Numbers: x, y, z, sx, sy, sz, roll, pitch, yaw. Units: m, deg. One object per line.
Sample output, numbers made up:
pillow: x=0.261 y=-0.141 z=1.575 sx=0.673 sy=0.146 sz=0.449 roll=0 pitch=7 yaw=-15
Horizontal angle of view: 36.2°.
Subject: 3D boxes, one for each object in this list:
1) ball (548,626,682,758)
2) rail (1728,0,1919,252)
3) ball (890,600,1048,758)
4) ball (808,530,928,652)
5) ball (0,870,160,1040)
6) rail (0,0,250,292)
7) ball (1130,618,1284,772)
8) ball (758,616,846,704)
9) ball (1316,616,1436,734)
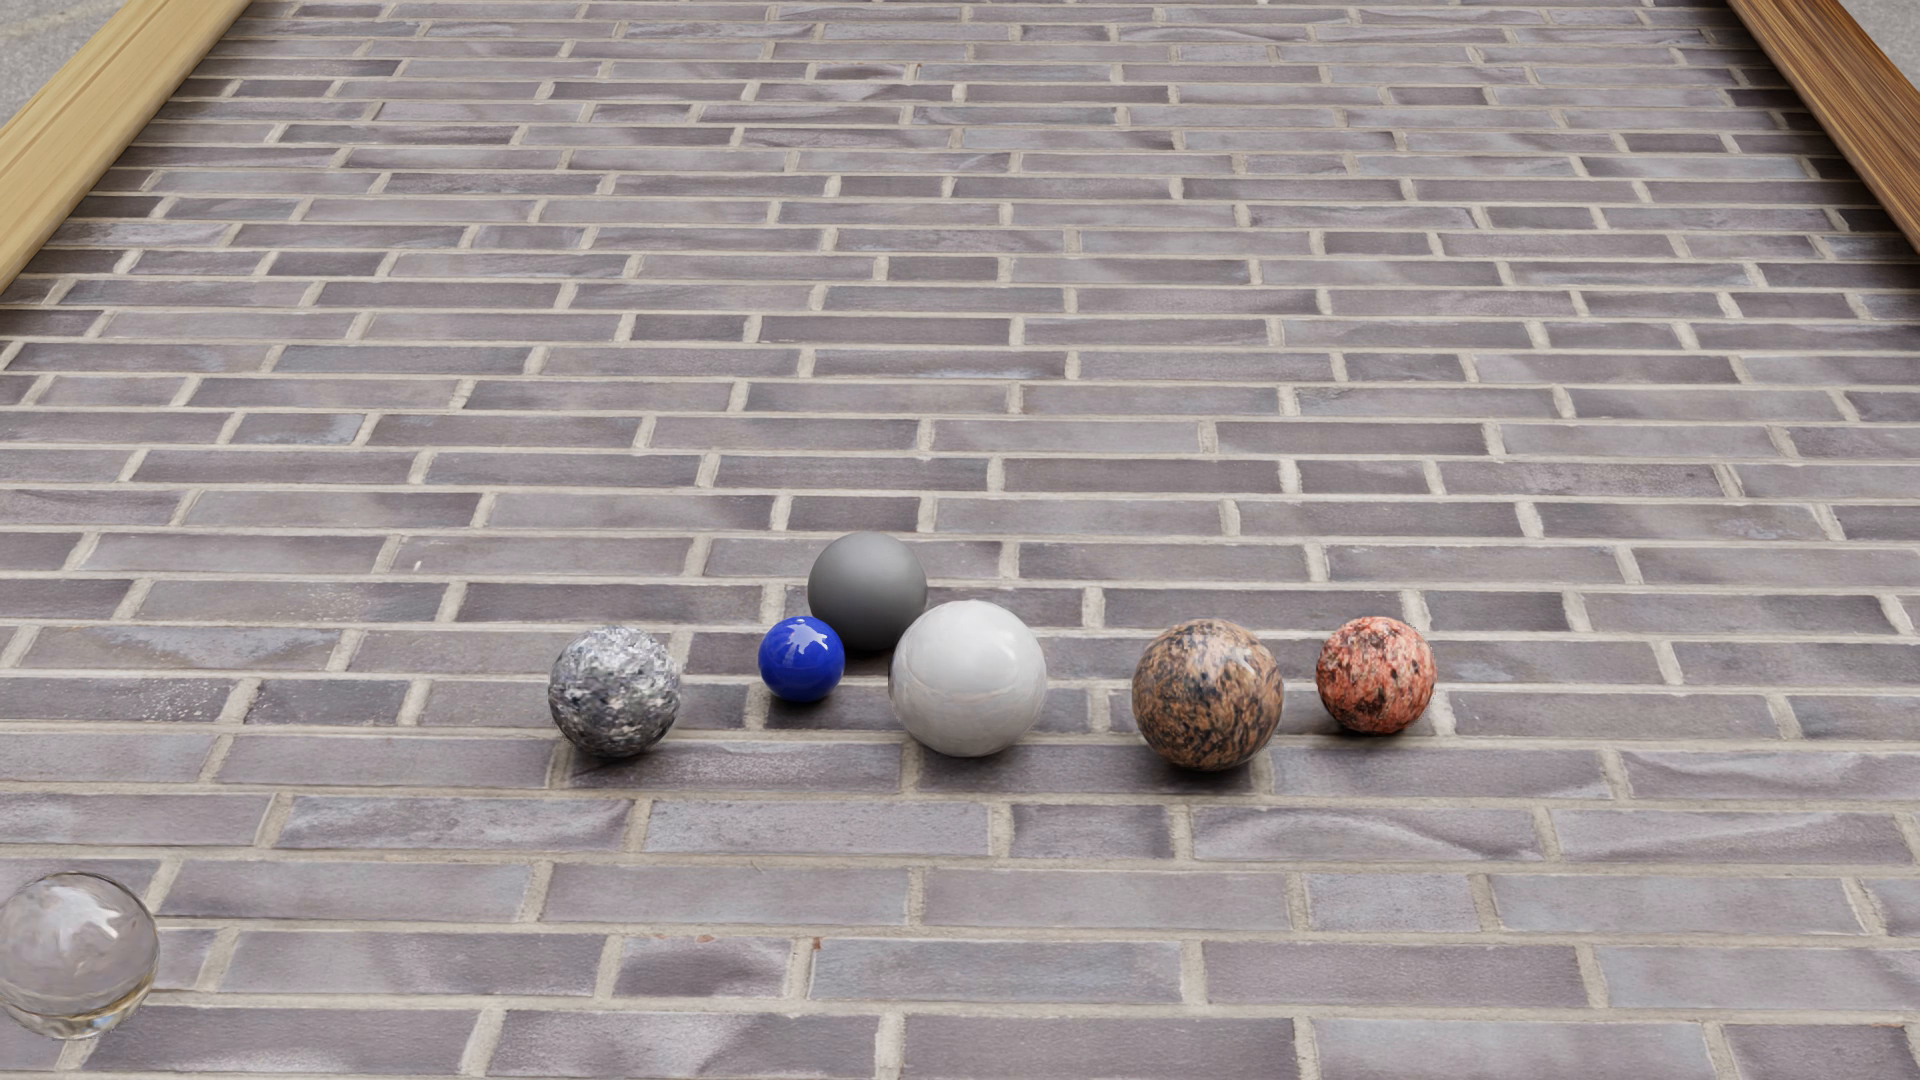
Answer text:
ball: x=-0.199 y=0.087 z=1.696 sx=0.076 sy=0.076 sz=0.076 roll=0 pitch=26 yaw=0
rail: x=0.775 y=-0.326 z=2.484 sx=0.045 sy=0.118 sz=2.833 roll=1 pitch=26 yaw=1
ball: x=0.005 y=0.080 z=1.694 sx=0.091 sy=0.091 sz=0.091 roll=0 pitch=26 yaw=0
ball: x=-0.057 y=0.032 z=1.811 sx=0.074 sy=0.074 sz=0.074 roll=0 pitch=26 yaw=0
ball: x=-0.437 y=0.205 z=1.451 sx=0.083 sy=0.083 sz=0.083 roll=0 pitch=26 yaw=0
rail: x=-0.743 y=-0.341 z=2.514 sx=0.045 sy=0.118 sz=2.833 roll=1 pitch=26 yaw=1
ball: x=0.141 y=0.088 z=1.681 sx=0.087 sy=0.087 sz=0.087 roll=0 pitch=26 yaw=0
ball: x=-0.094 y=0.071 z=1.754 sx=0.053 sy=0.053 sz=0.053 roll=0 pitch=26 yaw=0
ball: x=0.243 y=0.079 z=1.720 sx=0.069 sy=0.069 sz=0.069 roll=0 pitch=26 yaw=0
